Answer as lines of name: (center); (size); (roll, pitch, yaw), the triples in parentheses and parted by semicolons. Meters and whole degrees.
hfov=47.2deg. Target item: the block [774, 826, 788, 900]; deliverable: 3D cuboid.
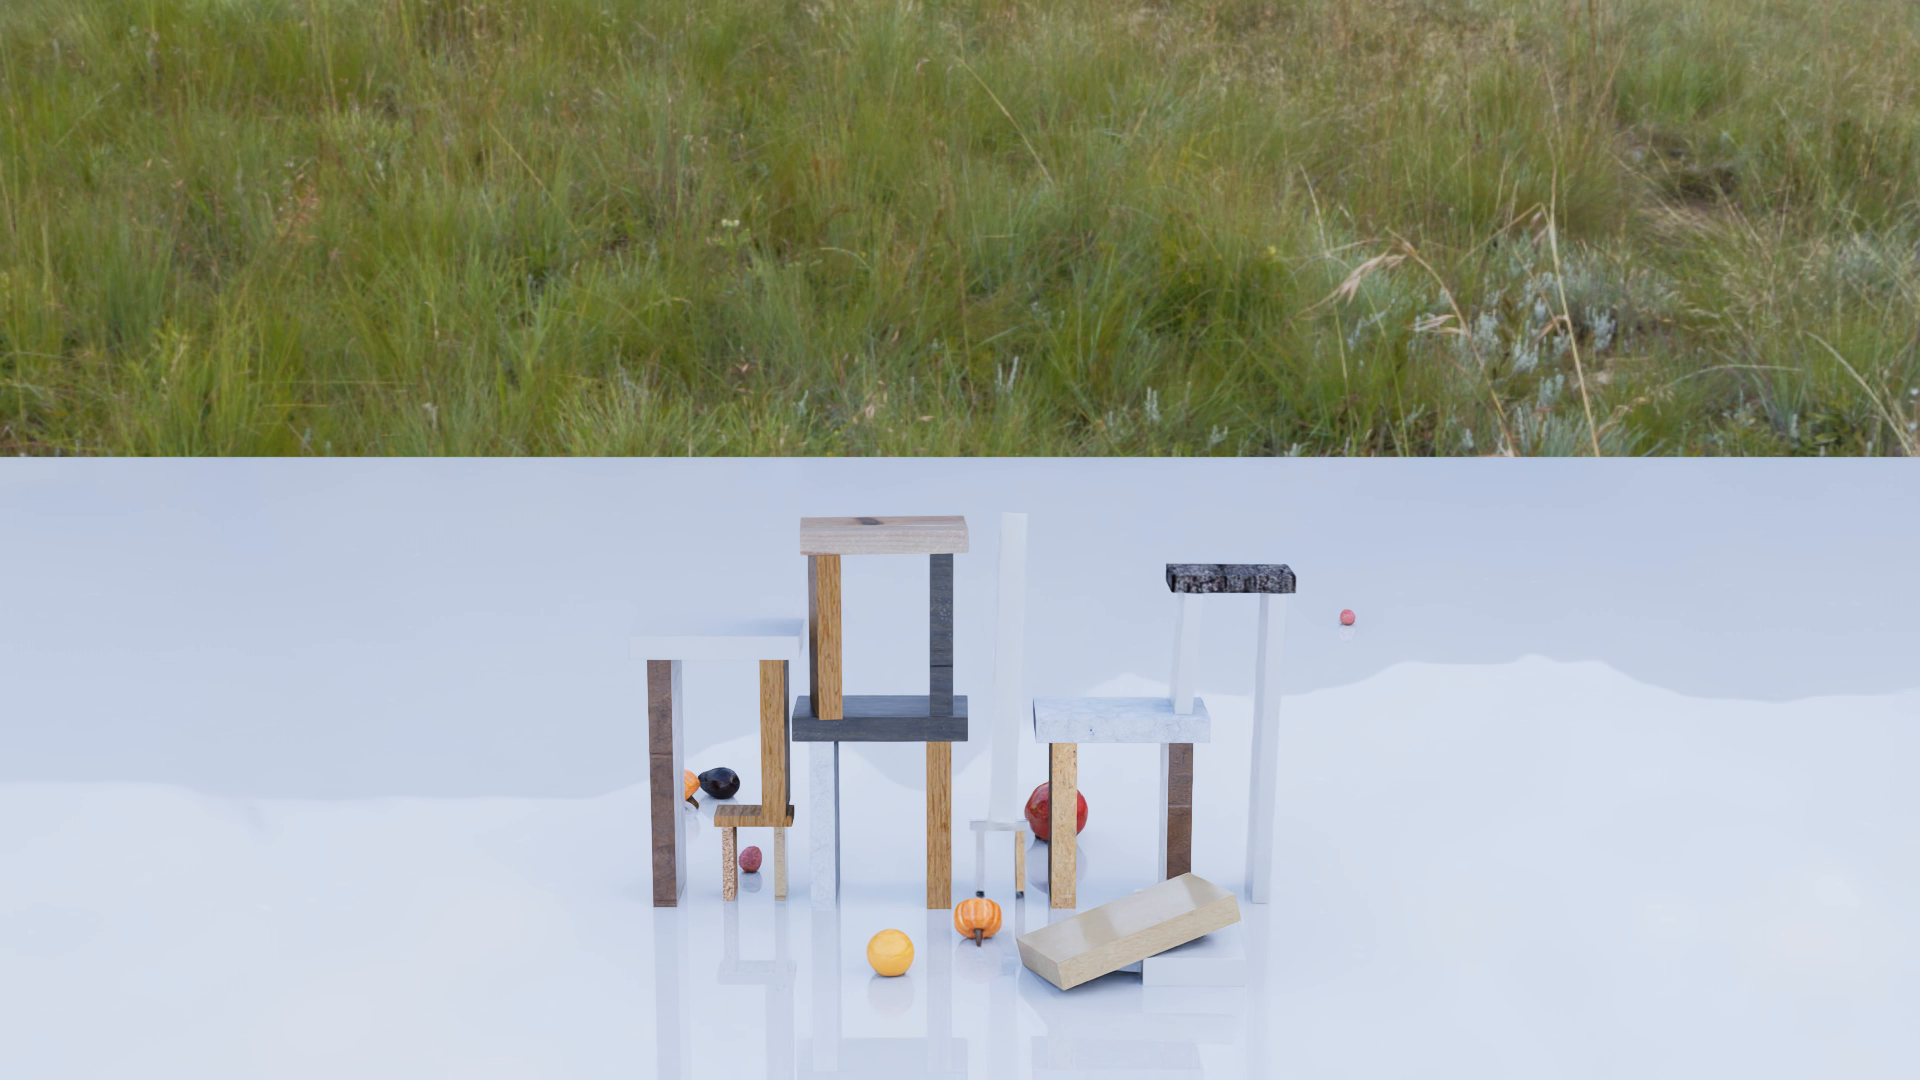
block: (-0.297, 0.528, 3.654); (0.018, 0.128, 0.064); (0, 11, 0)

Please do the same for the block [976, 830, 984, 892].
block: (0.034, 0.534, 3.670); (0.014, 0.100, 0.050); (0, -5, 0)

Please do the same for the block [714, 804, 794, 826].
block: (-0.340, 0.456, 3.640); (0.128, 0.018, 0.064); (0, 11, 0)

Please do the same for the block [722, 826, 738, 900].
block: (-0.382, 0.528, 3.654); (0.018, 0.128, 0.064); (0, 11, 0)

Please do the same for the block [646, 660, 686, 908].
block: (-0.483, 0.385, 3.633); (0.038, 0.417, 0.135); (0, 11, 0)

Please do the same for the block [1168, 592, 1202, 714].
block: (0.369, 0.175, 3.594); (0.028, 0.200, 0.100); (4, 10, -1)

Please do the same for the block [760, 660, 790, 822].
block: (-0.304, 0.313, 3.619); (0.038, 0.271, 0.135); (0, 11, -1)

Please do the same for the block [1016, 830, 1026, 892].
block: (0.100, 0.534, 3.670); (0.014, 0.100, 0.050); (0, -5, -1)

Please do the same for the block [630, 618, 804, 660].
block: (-0.394, 0.161, 3.591); (0.271, 0.038, 0.135); (0, 11, 0)

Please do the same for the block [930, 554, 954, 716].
block: (-0.030, 0.140, 3.587); (0.038, 0.267, 0.134); (0, 11, 0)

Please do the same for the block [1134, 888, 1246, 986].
block: (0.353, 0.615, 3.418); (0.152, 0.043, 0.304); (0, 11, 2)

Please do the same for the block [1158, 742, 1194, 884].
block: (0.357, 0.452, 3.641); (0.040, 0.281, 0.140); (0, 11, 0)

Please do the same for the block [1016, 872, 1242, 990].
block: (0.255, 0.590, 3.335); (0.304, 0.043, 0.152); (-17, 10, -20)

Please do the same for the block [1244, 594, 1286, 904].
block: (0.502, 0.334, 3.623); (0.028, 0.520, 0.100); (2, 11, 0)

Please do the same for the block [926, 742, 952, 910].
block: (-0.034, 0.451, 3.639); (0.040, 0.283, 0.142); (0, 11, 0)

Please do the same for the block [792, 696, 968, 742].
block: (-0.129, 0.292, 3.609); (0.283, 0.040, 0.142); (0, 11, 0)

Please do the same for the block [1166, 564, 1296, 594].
block: (0.439, 0.062, 3.577); (0.200, 0.028, 0.100); (0, 11, 0)

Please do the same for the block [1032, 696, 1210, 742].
block: (0.263, 0.295, 3.612); (0.281, 0.040, 0.140); (0, 11, 0)

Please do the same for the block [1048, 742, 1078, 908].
block: (0.169, 0.452, 3.641); (0.040, 0.281, 0.140); (0, 11, 0)

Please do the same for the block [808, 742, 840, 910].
block: (-0.223, 0.451, 3.639); (0.040, 0.284, 0.142); (0, 11, 0)

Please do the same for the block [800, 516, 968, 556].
block: (-0.124, -0.008, 3.550); (0.267, 0.038, 0.134); (-1, 11, -4)

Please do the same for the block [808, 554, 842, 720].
block: (-0.219, 0.144, 3.563); (0.038, 0.267, 0.134); (-2, 11, -10)

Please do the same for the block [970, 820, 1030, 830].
block: (0.067, 0.477, 3.674); (0.100, 0.014, 0.050); (0, -5, -1)

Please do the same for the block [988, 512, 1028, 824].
block: (0.080, 0.216, 3.704); (0.043, 0.511, 0.152); (2, -5, 0)
